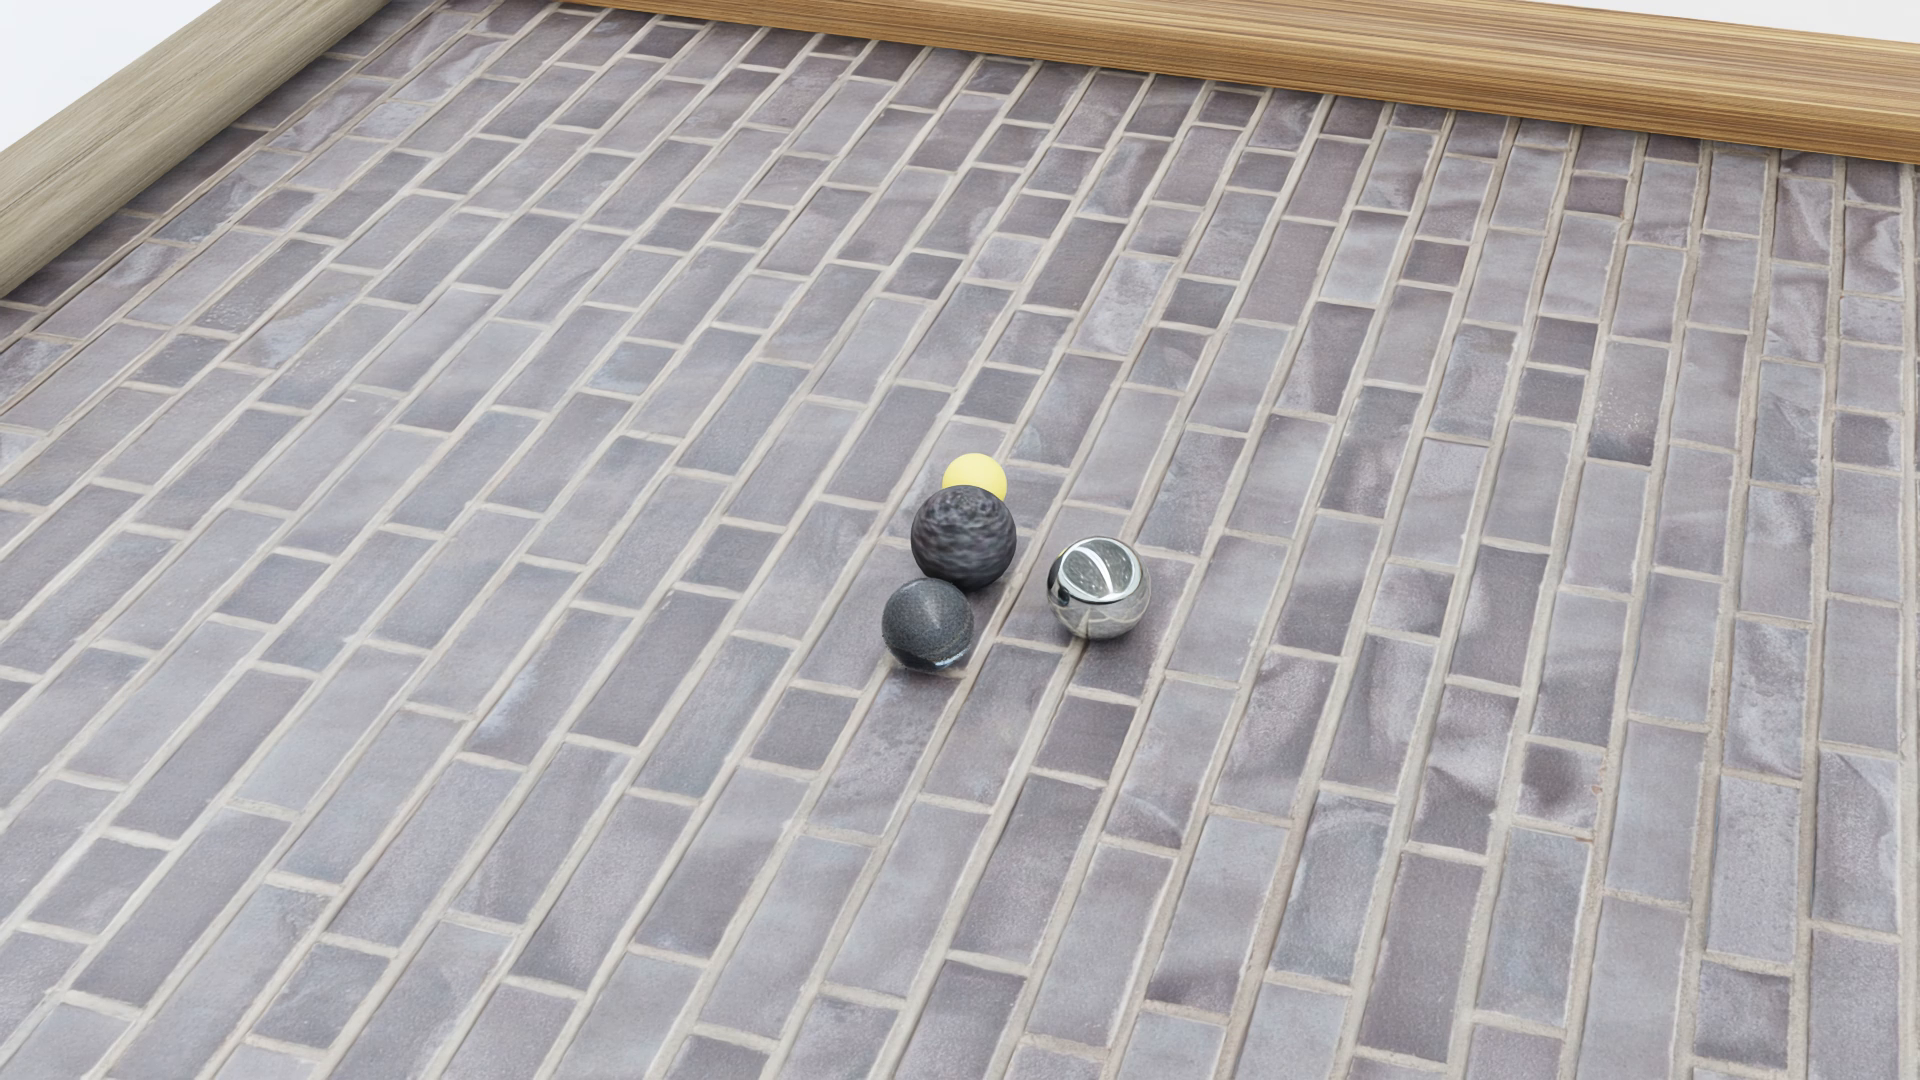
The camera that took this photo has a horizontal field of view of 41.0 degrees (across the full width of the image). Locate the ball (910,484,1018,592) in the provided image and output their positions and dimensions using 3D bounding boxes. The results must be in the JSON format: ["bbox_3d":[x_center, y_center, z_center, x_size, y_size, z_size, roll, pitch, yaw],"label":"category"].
[{"bbox_3d":[0.003,-0.001,2.015,0.084,0.084,0.084,0,33,0],"label":"ball"}]

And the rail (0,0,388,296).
[{"bbox_3d":[-0.944,-0.184,2.248,0.045,0.130,2.060,10,35,14],"label":"rail"}]

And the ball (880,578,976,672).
[{"bbox_3d":[-0.024,0.064,1.928,0.071,0.071,0.071,0,33,0],"label":"ball"}]

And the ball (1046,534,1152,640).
[{"bbox_3d":[0.106,0.037,1.960,0.081,0.081,0.081,0,33,0],"label":"ball"}]

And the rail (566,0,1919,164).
[{"bbox_3d":[1.261,-0.392,2.562,4.043,0.130,0.045,10,35,14],"label":"rail"}]

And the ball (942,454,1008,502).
[{"bbox_3d":[0.012,-0.045,2.108,0.054,0.054,0.054,0,33,0],"label":"ball"}]
